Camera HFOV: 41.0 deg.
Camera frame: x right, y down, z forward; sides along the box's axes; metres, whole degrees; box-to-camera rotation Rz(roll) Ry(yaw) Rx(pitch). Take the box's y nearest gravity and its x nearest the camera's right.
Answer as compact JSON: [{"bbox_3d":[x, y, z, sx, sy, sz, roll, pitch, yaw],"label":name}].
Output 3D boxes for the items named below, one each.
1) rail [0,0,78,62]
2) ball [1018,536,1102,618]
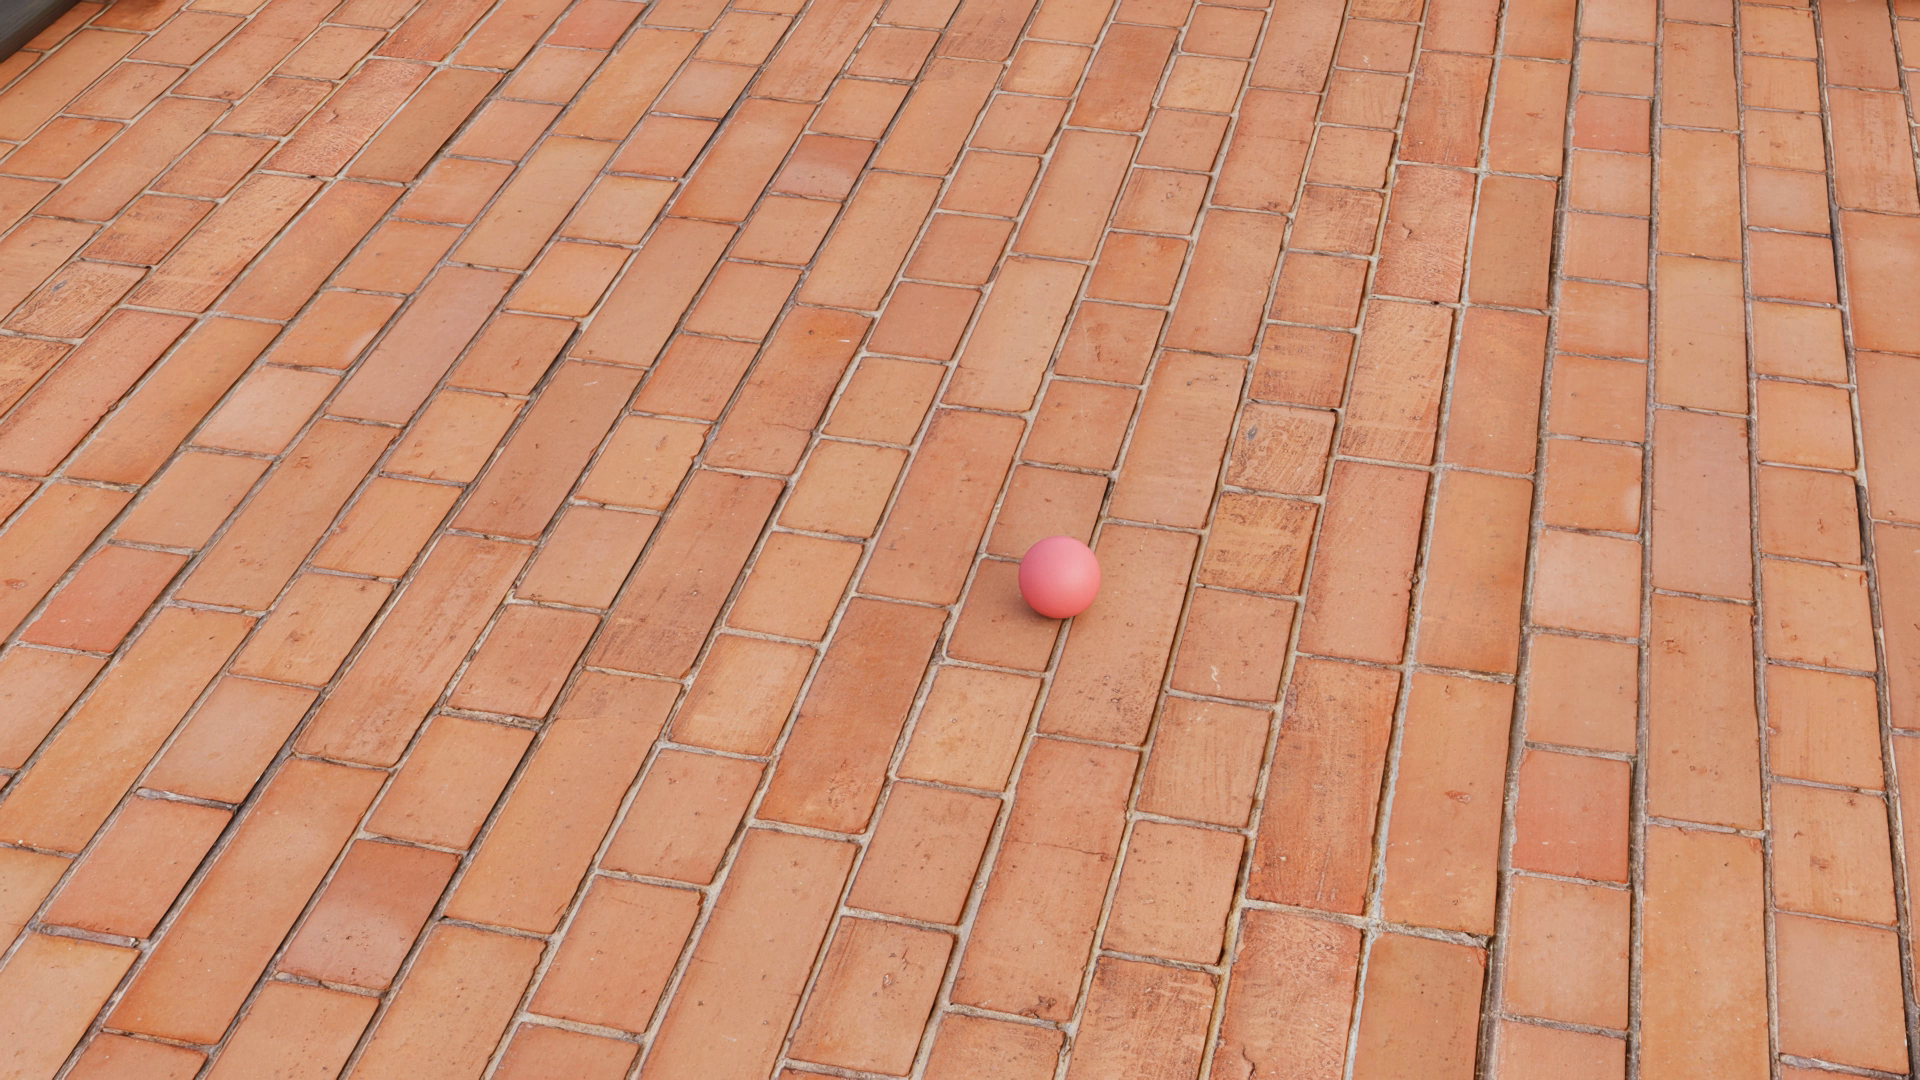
[{"bbox_3d":[-1.053,-0.157,1.981,0.045,0.092,2.453,8,36,11],"label":"rail"},{"bbox_3d":[0.068,0.025,1.752,0.057,0.057,0.057,0,35,0],"label":"ball"}]
